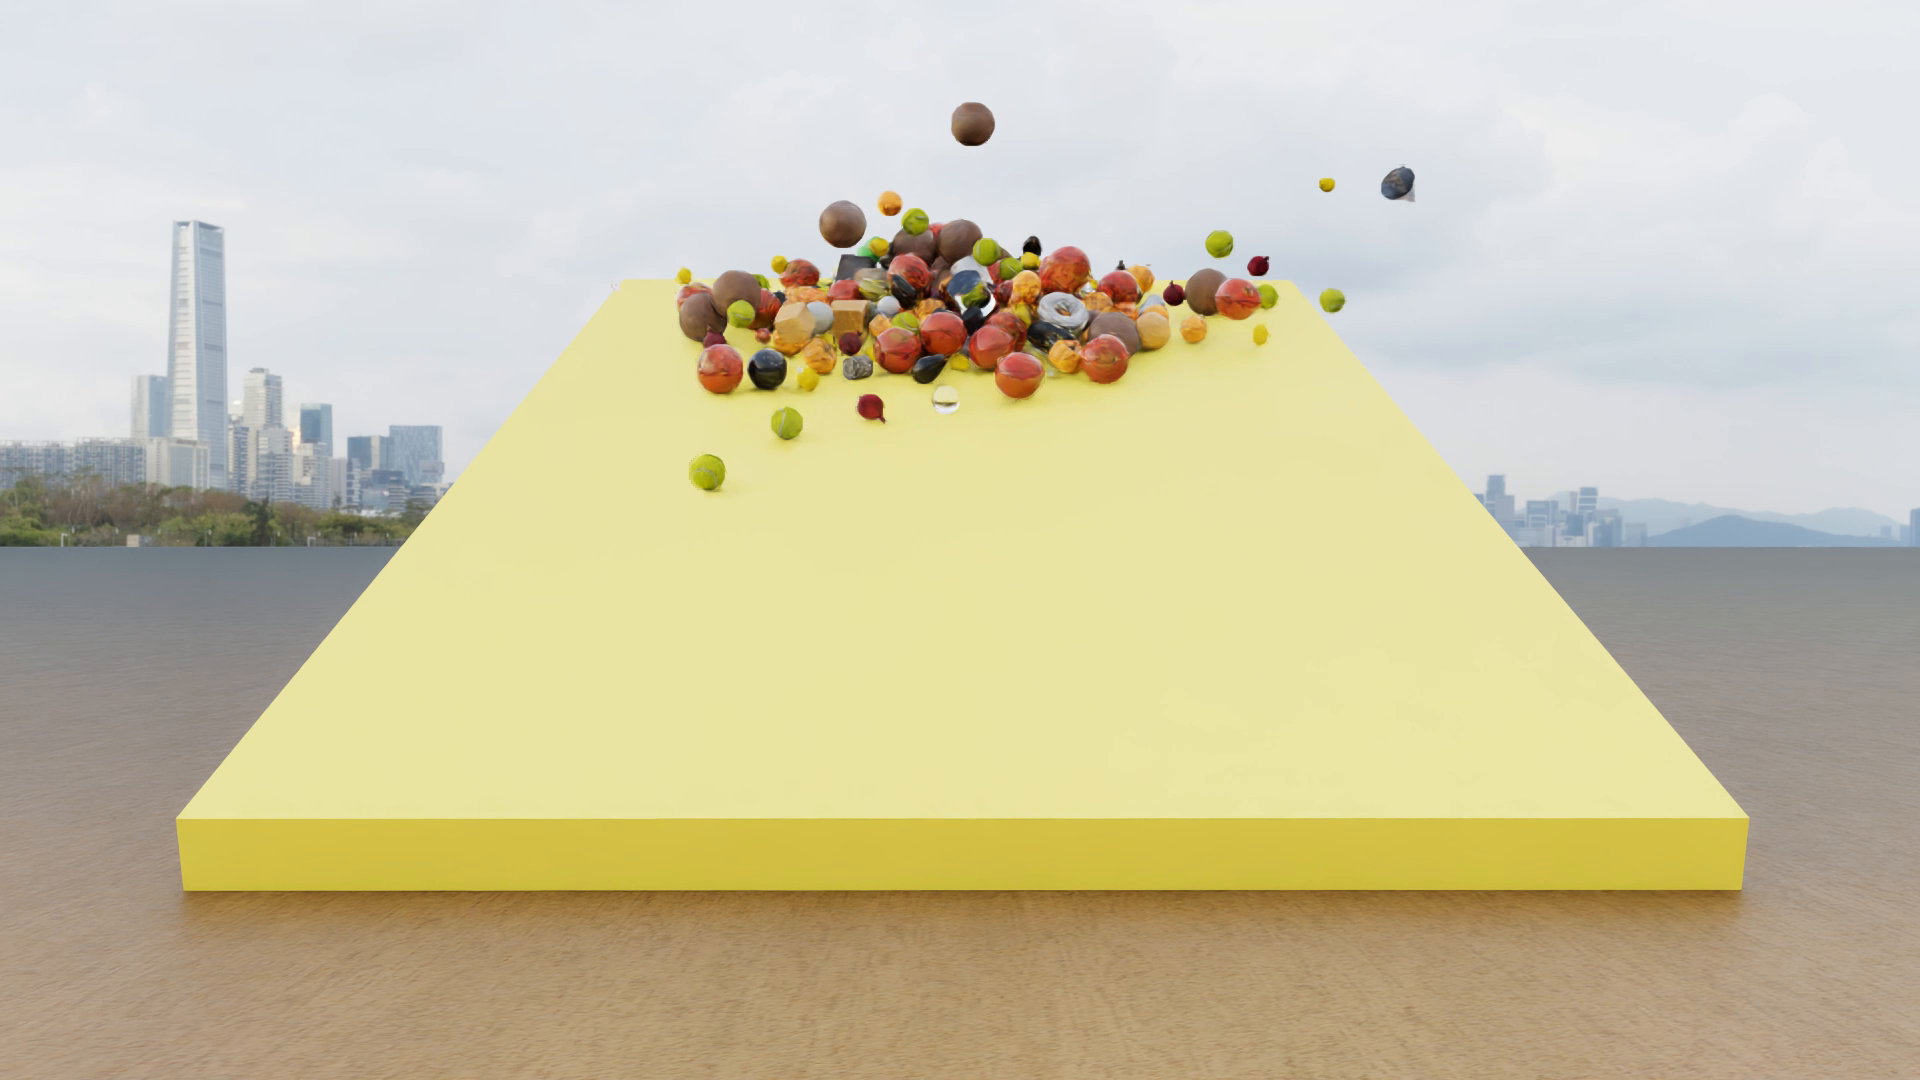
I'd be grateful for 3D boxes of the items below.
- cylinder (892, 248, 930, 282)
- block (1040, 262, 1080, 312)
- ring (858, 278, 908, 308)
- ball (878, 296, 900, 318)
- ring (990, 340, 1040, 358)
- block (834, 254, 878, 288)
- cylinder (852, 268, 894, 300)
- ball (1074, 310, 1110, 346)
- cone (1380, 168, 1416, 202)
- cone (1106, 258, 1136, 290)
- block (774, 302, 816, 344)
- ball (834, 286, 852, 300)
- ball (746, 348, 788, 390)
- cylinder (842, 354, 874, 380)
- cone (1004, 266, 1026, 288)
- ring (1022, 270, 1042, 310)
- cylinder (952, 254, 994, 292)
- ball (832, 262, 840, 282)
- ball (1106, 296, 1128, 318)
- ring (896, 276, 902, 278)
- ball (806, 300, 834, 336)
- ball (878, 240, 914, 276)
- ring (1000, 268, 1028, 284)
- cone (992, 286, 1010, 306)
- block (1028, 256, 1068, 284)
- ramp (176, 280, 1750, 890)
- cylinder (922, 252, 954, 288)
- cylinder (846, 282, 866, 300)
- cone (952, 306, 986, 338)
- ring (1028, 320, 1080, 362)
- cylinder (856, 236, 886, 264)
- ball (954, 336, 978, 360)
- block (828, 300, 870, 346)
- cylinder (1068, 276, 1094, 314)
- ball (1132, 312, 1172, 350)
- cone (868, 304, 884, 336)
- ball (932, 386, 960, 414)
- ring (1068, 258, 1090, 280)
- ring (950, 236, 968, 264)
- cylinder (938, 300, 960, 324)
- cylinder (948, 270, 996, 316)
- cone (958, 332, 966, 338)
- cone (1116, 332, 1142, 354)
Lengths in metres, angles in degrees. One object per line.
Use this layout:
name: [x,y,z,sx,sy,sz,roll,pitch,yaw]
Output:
cylinder: [-0.148,-0.787,6.337,0.091,0.091,0.091,0,7,-43]
block: [0.262,-0.668,5.836,0.094,0.094,0.094,6,26,-2]
ring: [-0.205,-0.661,5.922,0.141,0.047,0.141,20,13,-5]
ball: [-0.184,-0.601,5.716,0.059,0.059,0.059,0,0,0]
ring: [0.139,-0.478,5.607,0.131,0.044,0.131,5,-1,0]
block: [-0.293,-0.746,6.281,0.093,0.093,0.093,10,-14,12]
cylinder: [-0.238,-0.704,6.077,0.085,0.085,0.085,0,6,25]
ball: [0.339,-0.544,5.676,0.095,0.095,0.095,0,0,0]
cone: [1.184,-0.921,5.873,0.098,0.098,0.098,0,-23,42]
cone: [0.471,-0.782,6.490,0.090,0.090,0.090,0,17,0]
block: [-0.399,-0.525,5.354,0.067,0.067,0.067,-12,37,24]
ball: [-0.328,-0.688,6.234,0.053,0.053,0.053,0,0,0]
ball: [-0.451,-0.400,5.187,0.096,0.096,0.096,0,0,0]
cylinder: [-0.245,-0.413,5.306,0.054,0.054,0.054,-14,9,-38]
cone: [0.142,-0.726,6.213,0.058,0.058,0.058,38,-16,12]
ring: [0.225,-0.698,6.144,0.046,0.139,0.139,35,-13,-19]
cylinder: [0.034,-0.694,5.882,0.090,0.090,0.090,-19,-21,-8]
ball: [-0.339,-0.777,6.491,0.078,0.078,0.078,0,0,0]
ball: [0.427,-0.636,6.050,0.060,0.060,0.060,0,0,0]
ring: [-0.189,-0.845,6.673,0.037,0.110,0.110,-12,6,-30]
ball: [-0.358,-0.557,5.553,0.085,0.085,0.085,0,0,0]
ball: [-0.177,-0.787,6.192,0.099,0.099,0.099,0,0,0]
ring: [0.175,-0.788,6.602,0.112,0.037,0.112,0,18,0]
cone: [0.111,-0.683,6.265,0.057,0.057,0.057,0,-10,0]
block: [0.254,-0.780,6.471,0.092,0.092,0.092,-2,17,-14]
ramp: [-0.002,-0.167,4.746,2.000,0.100,4.000,0,17,0]
cylinder: [-0.065,-0.793,6.523,0.091,0.091,0.091,0,17,0]
cylinder: [-0.279,-0.698,6.191,0.055,0.055,0.055,28,5,9]
cone: [0.007,-0.540,5.557,0.081,0.081,0.081,-7,-5,44]
ring: [0.231,-0.491,5.476,0.143,0.048,0.143,27,-15,8]
cylinder: [-0.251,-0.822,6.323,0.066,0.066,0.066,0,-21,-39]
ball: [0.016,-0.479,5.522,0.057,0.057,0.057,0,0,0]
block: [-0.288,-0.561,5.720,0.092,0.092,0.092,2,23,7]
cylinder: [0.317,-0.678,6.106,0.077,0.077,0.077,0,-42,-52]
ball: [0.487,-0.529,5.623,0.098,0.098,0.098,0,0,0]
cone: [-0.262,-0.569,5.821,0.090,0.090,0.090,-13,-4,20]
ball: [-0.032,-0.313,4.950,0.065,0.065,0.065,0,0,0]
ring: [0.343,-0.790,6.512,0.083,0.083,0.028,0,-18,-12]
ring: [-0.001,-0.790,6.186,0.039,0.118,0.118,-11,-1,5]
cylinder: [-0.031,-0.616,5.989,0.055,0.055,0.055,0,17,4]
cylinder: [0.028,-0.622,5.618,0.092,0.092,0.092,0,-35,31]
cone: [0.038,-0.540,5.714,0.061,0.061,0.061,-14,7,-30]
cone: [0.427,-0.492,5.619,0.062,0.062,0.062,0,-10,1]
